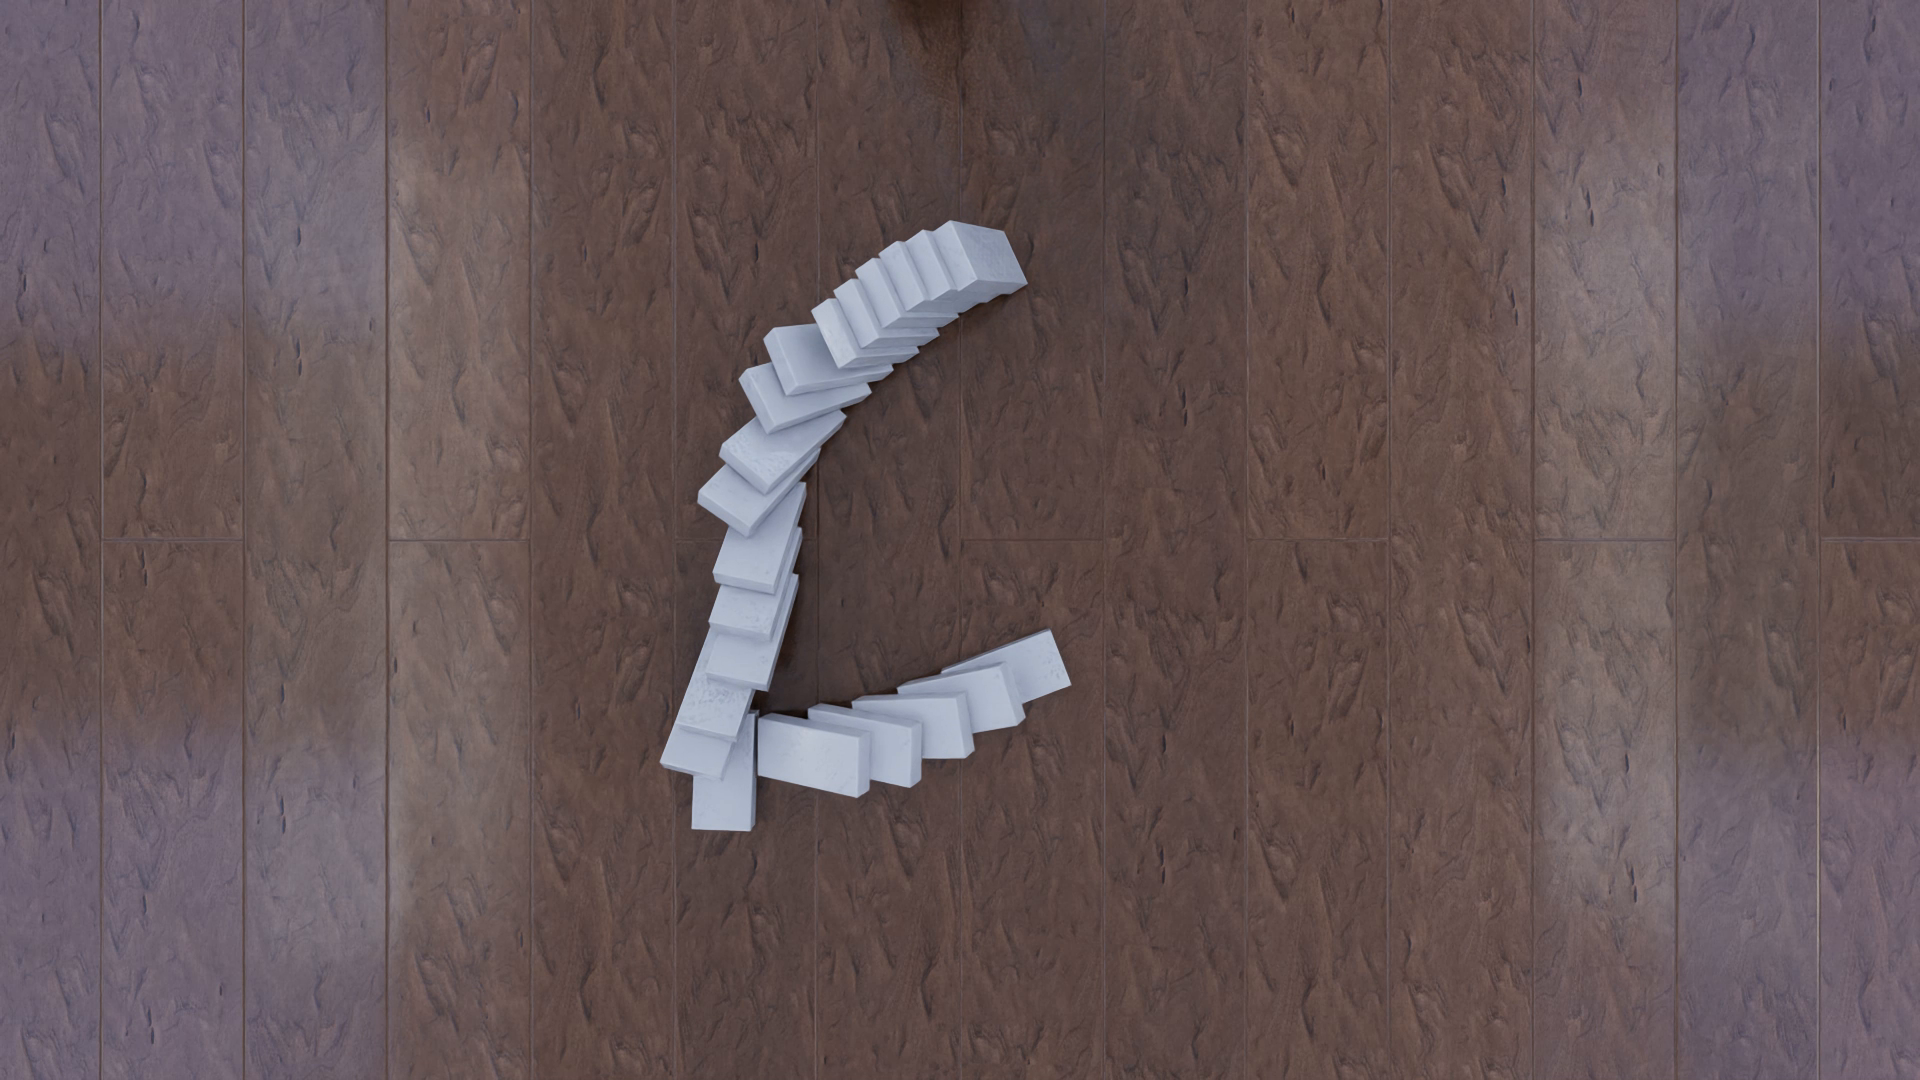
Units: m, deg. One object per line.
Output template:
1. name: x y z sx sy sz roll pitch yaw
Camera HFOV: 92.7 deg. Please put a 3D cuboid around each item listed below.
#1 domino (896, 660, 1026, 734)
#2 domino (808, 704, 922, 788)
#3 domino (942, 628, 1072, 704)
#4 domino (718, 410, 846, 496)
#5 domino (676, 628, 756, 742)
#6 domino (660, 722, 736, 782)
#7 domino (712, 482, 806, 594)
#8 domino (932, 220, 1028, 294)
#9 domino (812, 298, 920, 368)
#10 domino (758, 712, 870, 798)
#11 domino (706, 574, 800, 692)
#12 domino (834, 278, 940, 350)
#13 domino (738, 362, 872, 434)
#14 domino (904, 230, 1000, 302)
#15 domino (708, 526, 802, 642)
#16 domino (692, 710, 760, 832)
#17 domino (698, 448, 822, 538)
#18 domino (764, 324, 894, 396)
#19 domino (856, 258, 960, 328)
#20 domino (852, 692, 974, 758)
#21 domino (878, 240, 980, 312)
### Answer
1. domino: 0.000 0.068 0.383 0.050 0.010 0.025 -16 92 27
2. domino: -0.040 0.085 0.384 0.050 0.010 0.025 5 98 25
3. domino: 0.020 0.059 0.395 0.050 0.010 0.025 -21 90 0
4. domino: -0.073 -0.044 0.382 0.025 0.009 0.050 41 56 0
5. domino: -0.097 0.057 0.383 0.025 0.010 0.050 13 62 0
6. domino: -0.104 0.073 0.384 0.025 0.010 0.050 14 62 0
7. domino: -0.083 -0.004 0.383 0.025 0.009 0.050 12 60 0
8. domino: 0.009 -0.115 0.376 0.009 0.050 0.025 -25 90 30
9. domino: -0.038 -0.085 0.376 0.010 0.050 0.025 -25 90 30
10. domino: -0.062 0.090 0.384 0.050 0.010 0.025 5 97 25
11. domino: -0.086 0.036 0.384 0.025 0.009 0.050 12 62 -1
12. domino: -0.029 -0.093 0.376 0.010 0.050 0.025 -25 90 30
13. domino: -0.064 -0.064 0.381 0.050 0.009 0.025 -27 90 -38
14. domino: -0.001 -0.111 0.376 0.010 0.050 0.025 -25 90 30
15. domino: -0.085 0.016 0.384 0.025 0.010 0.050 12 61 0
16. domino: -0.101 0.099 0.395 0.025 0.010 0.050 2 90 0
17. domino: -0.083 -0.027 0.382 0.025 0.010 0.050 35 56 1
18. domino: -0.054 -0.076 0.379 0.050 0.010 0.025 -19 84 -41
19. domino: -0.021 -0.101 0.376 0.010 0.050 0.025 -25 90 30
20. domino: -0.020 0.078 0.384 0.050 0.010 0.025 -7 94 27
21. domino: -0.011 -0.107 0.376 0.010 0.050 0.025 -25 90 30
